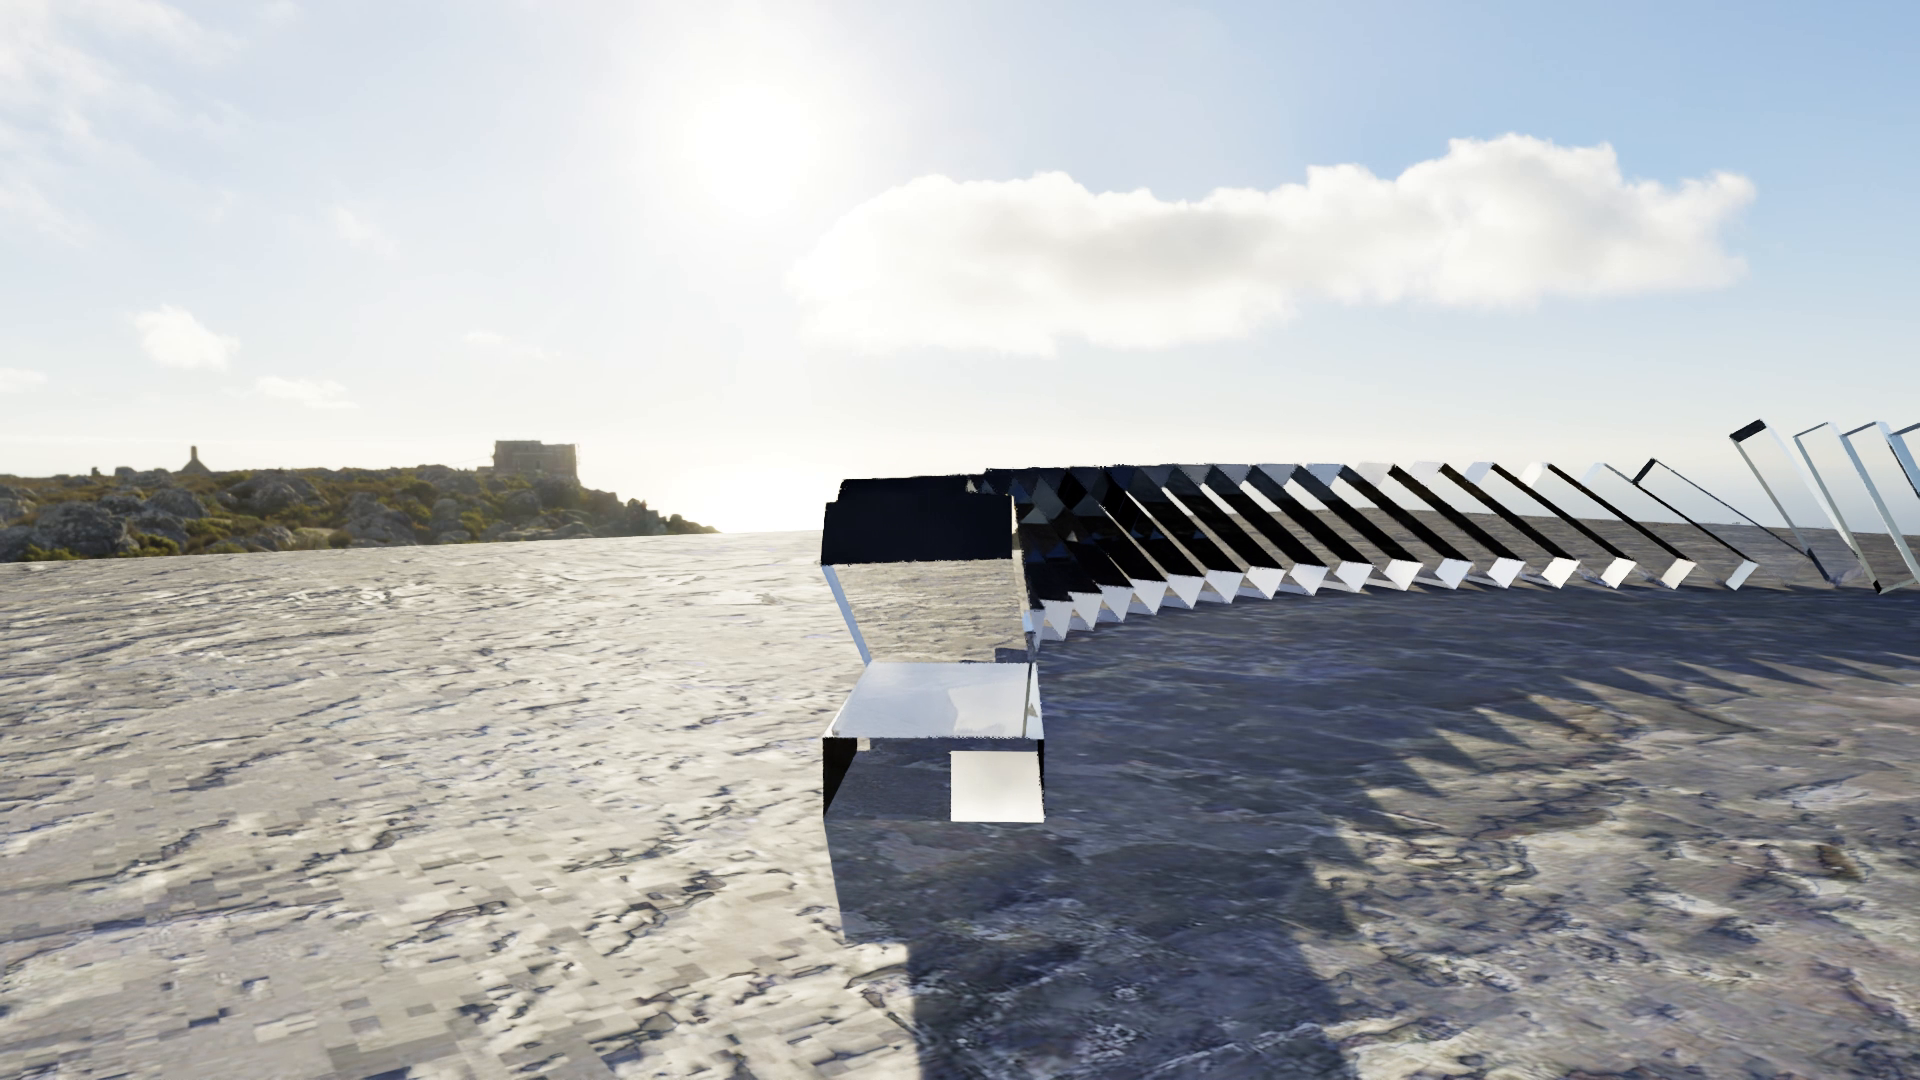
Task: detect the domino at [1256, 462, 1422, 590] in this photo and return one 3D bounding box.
[{"bbox_3d":[0.109,-0.004,0.378,0.050,0.009,0.025,36,-6,-15],"label":"domino"}]

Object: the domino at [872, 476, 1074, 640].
[{"bbox_3d":[0.003,0.005,0.265,0.025,0.009,0.050,2,-30,29],"label":"domino"}]

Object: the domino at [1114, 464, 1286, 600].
[{"bbox_3d":[0.064,-0.002,0.351,0.050,0.009,0.025,39,-16,-28],"label":"domino"}]

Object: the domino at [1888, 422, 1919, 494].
[{"bbox_3d":[0.284,-0.009,0.365,0.025,0.050,0.009,-4,-20,-43],"label":"domino"}]

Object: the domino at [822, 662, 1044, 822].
[{"bbox_3d":[-0.002,0.025,0.170,0.025,0.010,0.050,0,4,2],"label":"domino"}]

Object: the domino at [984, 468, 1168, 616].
[{"bbox_3d":[0.027,0.001,0.313,0.025,0.010,0.050,4,-30,43],"label":"domino"}]

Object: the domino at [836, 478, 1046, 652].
[{"bbox_3d":[-0.003,0.006,0.247,0.025,0.009,0.050,1,-30,22],"label":"domino"}]

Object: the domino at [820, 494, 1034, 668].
[{"bbox_3d":[-0.003,0.010,0.189,0.025,0.009,0.050,-2,-28,6],"label":"domino"}]

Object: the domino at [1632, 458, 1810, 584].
[{"bbox_3d":[0.230,-0.006,0.389,0.050,0.009,0.025,42,20,27],"label":"domino"}]

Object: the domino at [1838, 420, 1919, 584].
[{"bbox_3d":[0.273,-0.010,0.371,0.025,0.050,0.009,-5,-20,-48],"label":"domino"}]

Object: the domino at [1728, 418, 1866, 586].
[{"bbox_3d":[0.251,-0.011,0.383,0.009,0.050,0.025,-36,-27,32],"label":"domino"}]

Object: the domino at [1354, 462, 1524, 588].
[{"bbox_3d":[0.143,-0.005,0.387,0.050,0.009,0.025,35,1,-7],"label":"domino"}]

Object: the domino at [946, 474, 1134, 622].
[{"bbox_3d":[0.018,0.002,0.298,0.025,0.009,0.050,3,-29,37],"label":"domino"}]

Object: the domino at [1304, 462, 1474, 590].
[{"bbox_3d":[0.126,-0.005,0.384,0.050,0.010,0.025,35,-2,-10],"label":"domino"}]

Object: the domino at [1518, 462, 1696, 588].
[{"bbox_3d":[0.195,-0.005,0.390,0.050,0.009,0.025,37,11,8],"label":"domino"}]

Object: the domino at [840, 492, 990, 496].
[{"bbox_3d":[-0.003,0.008,0.228,0.025,0.009,0.050,1,-28,12],"label":"domino"}]

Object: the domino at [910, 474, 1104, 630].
[{"bbox_3d":[0.010,0.003,0.282,0.025,0.010,0.050,2,-29,32],"label":"domino"}]

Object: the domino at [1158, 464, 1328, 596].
[{"bbox_3d":[0.078,-0.003,0.362,0.050,0.010,0.025,37,-12,-23],"label":"domino"}]

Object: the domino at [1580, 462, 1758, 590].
[{"bbox_3d":[0.213,-0.005,0.389,0.050,0.010,0.025,38,15,14],"label":"domino"}]

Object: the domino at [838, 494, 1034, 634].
[{"bbox_3d":[-0.003,0.009,0.208,0.025,0.009,0.050,0,-28,8],"label":"domino"}]

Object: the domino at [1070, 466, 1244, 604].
[{"bbox_3d":[0.051,-0.001,0.339,0.050,0.009,0.025,40,-20,-33],"label":"domino"}]

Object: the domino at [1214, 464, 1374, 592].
[{"bbox_3d":[0.093,-0.004,0.371,0.050,0.009,0.025,36,-9,-19],"label":"domino"}]

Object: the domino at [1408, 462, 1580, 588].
[{"bbox_3d":[0.160,-0.005,0.390,0.050,0.009,0.025,36,4,-2],"label":"domino"}]

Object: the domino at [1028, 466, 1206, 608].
[{"bbox_3d":[0.038,0.000,0.327,0.025,0.009,0.050,5,-29,48],"label":"domino"}]

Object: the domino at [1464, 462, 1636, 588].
[{"bbox_3d":[0.178,-0.005,0.392,0.050,0.009,0.025,36,8,4],"label":"domino"}]

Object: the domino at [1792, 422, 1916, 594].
[{"bbox_3d":[0.262,-0.010,0.375,0.009,0.050,0.025,-30,-15,36],"label":"domino"}]
